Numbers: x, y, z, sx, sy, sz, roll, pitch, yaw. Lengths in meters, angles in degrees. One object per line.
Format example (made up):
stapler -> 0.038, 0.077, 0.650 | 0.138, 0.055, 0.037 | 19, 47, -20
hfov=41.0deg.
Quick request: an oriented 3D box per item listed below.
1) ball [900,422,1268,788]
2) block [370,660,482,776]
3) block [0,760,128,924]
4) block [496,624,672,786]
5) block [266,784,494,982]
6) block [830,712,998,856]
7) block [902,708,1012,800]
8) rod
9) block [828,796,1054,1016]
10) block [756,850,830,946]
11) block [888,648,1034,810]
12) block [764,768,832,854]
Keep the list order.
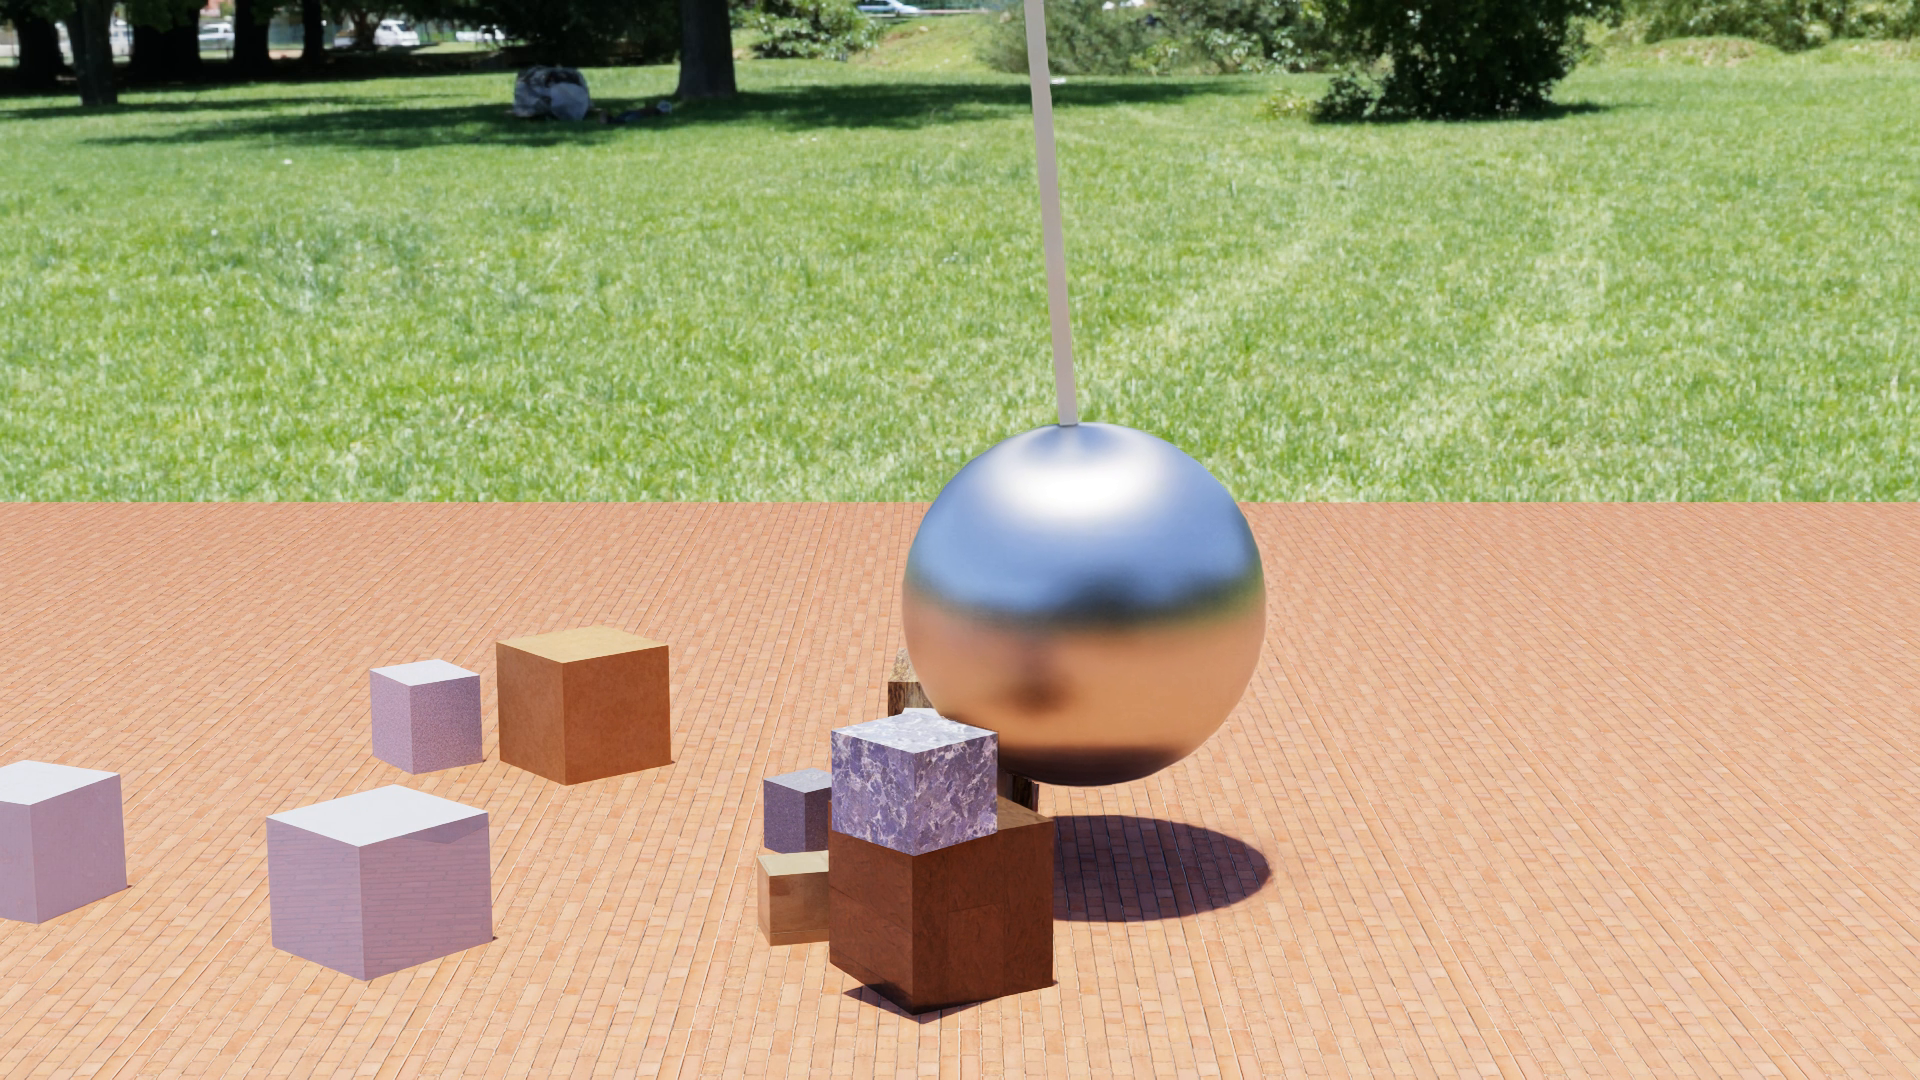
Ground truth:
ball -> 0.542, 0.281, 11.231 | 1.600, 1.600, 1.600 | 0, 10, 0
block -> -2.761, 0.909, 13.265 | 0.394, 0.465, 0.464 | -8, 13, -37
block -> -3.994, 1.289, 11.029 | 0.543, 0.517, 0.533 | 5, 11, 24
block -> -1.936, 0.839, 13.192 | 0.632, 0.630, 0.642 | -9, 13, -40
block -> -2.359, 1.380, 10.437 | 0.625, 0.550, 0.635 | 9, 14, 40
block -> -0.174, 0.914, 9.705 | 0.427, 0.389, 0.461 | -10, 14, -43
block -> -0.026, 1.107, 11.964 | 0.515, 0.540, 0.466 | 1, 10, 5
rod -> 0.235, -3.051, 10.626 | 0.080, 5.200, 0.080 | -5, 10, 1
block -> -0.080, 1.386, 10.072 | 0.626, 0.670, 0.683 | -6, 12, -30
block -> -0.657, 1.478, 10.601 | 0.315, 0.299, 0.279 | -3, 11, -14
block -> 0.018, 0.937, 12.546 | 0.686, 0.667, 0.724 | 1, 10, 3
block -> -0.689, 1.256, 11.744 | 0.292, 0.326, 0.307 | -9, 14, -41
